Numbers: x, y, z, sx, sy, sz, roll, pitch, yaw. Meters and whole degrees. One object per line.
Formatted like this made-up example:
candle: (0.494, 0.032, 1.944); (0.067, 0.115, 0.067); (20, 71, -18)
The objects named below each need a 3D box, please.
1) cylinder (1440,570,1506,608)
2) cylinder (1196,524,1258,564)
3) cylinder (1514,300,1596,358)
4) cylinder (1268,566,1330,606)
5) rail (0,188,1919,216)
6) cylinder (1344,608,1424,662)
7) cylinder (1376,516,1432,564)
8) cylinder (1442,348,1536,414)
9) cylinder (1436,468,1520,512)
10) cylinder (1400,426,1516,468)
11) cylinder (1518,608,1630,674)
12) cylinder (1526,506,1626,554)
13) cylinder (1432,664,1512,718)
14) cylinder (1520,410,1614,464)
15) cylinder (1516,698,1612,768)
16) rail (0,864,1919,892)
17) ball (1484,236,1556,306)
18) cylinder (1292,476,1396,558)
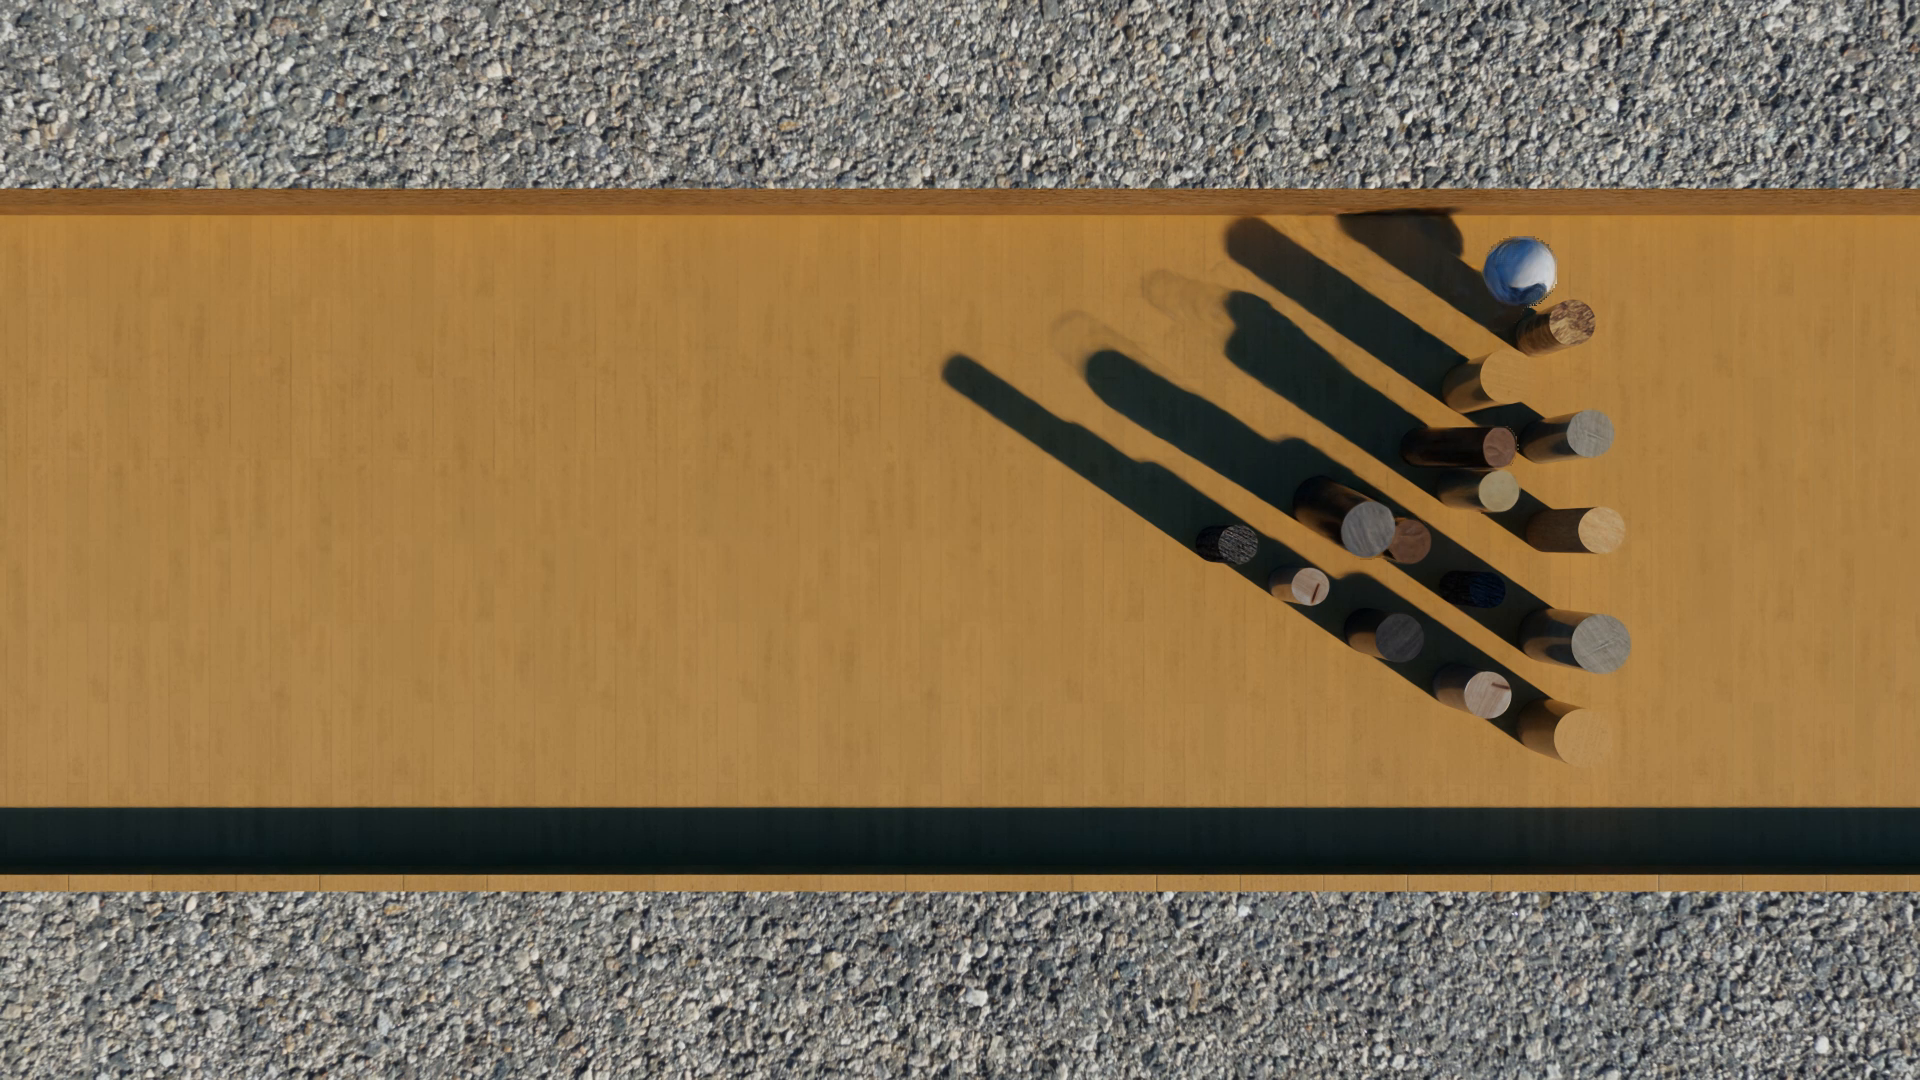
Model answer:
cylinder: (1.527, 0.146, 4.925); (0.105, 0.302, 0.105); (0, 90, 0)
cylinder: (0.781, 0.013, 4.854); (0.111, 0.446, 0.111); (0, 90, 0)
cylinder: (1.769, -0.628, 4.921); (0.134, 0.312, 0.134); (0, 90, 0)
cylinder: (0.999, 0.133, 4.890); (0.108, 0.373, 0.108); (0, 90, 0)
rail: (-2.247, -1.025, 5.002); (12.000, 0.150, 0.050); (0, 90, 0)
cylinder: (1.251, 0.279, 4.884); (0.140, 0.385, 0.140); (0, 90, 0)
cylinder: (1.277, -0.010, 4.906); (0.127, 0.325, 0.127); (-1, 96, -6)
cylinder: (1.560, -0.466, 4.885); (0.158, 0.382, 0.158); (0, 90, 0)
cylinder: (1.529, -0.149, 4.886); (0.119, 0.374, 0.119); (0, 93, -2)
cylinder: (1.469, -0.274, 4.882); (0.119, 0.372, 0.119); (-1, 93, -23)
cylinder: (1.801, 0.293, 4.854); (0.168, 0.445, 0.168); (0, 90, 0)
cylinder: (1.806, -0.027, 4.859); (0.132, 0.436, 0.132); (0, 90, 0)
cylinder: (1.520, 0.446, 4.913); (0.136, 0.326, 0.136); (0, 90, 0)
cylinder: (1.789, -0.302, 4.878); (0.136, 0.398, 0.136); (0, 90, 0)
cylinder: (1.795, 0.571, 4.913); (0.170, 0.327, 0.170); (0, 90, 0)
rail: (-2.247, 1.025, 5.001); (12.000, 0.150, 0.050); (0, 90, 0)
ball: (1.660, -0.796, 4.897); (0.204, 0.204, 0.204); (0, 90, 0)
cylinder: (1.130, -0.073, 4.874); (0.164, 0.374, 0.164); (-2, 104, -10)
